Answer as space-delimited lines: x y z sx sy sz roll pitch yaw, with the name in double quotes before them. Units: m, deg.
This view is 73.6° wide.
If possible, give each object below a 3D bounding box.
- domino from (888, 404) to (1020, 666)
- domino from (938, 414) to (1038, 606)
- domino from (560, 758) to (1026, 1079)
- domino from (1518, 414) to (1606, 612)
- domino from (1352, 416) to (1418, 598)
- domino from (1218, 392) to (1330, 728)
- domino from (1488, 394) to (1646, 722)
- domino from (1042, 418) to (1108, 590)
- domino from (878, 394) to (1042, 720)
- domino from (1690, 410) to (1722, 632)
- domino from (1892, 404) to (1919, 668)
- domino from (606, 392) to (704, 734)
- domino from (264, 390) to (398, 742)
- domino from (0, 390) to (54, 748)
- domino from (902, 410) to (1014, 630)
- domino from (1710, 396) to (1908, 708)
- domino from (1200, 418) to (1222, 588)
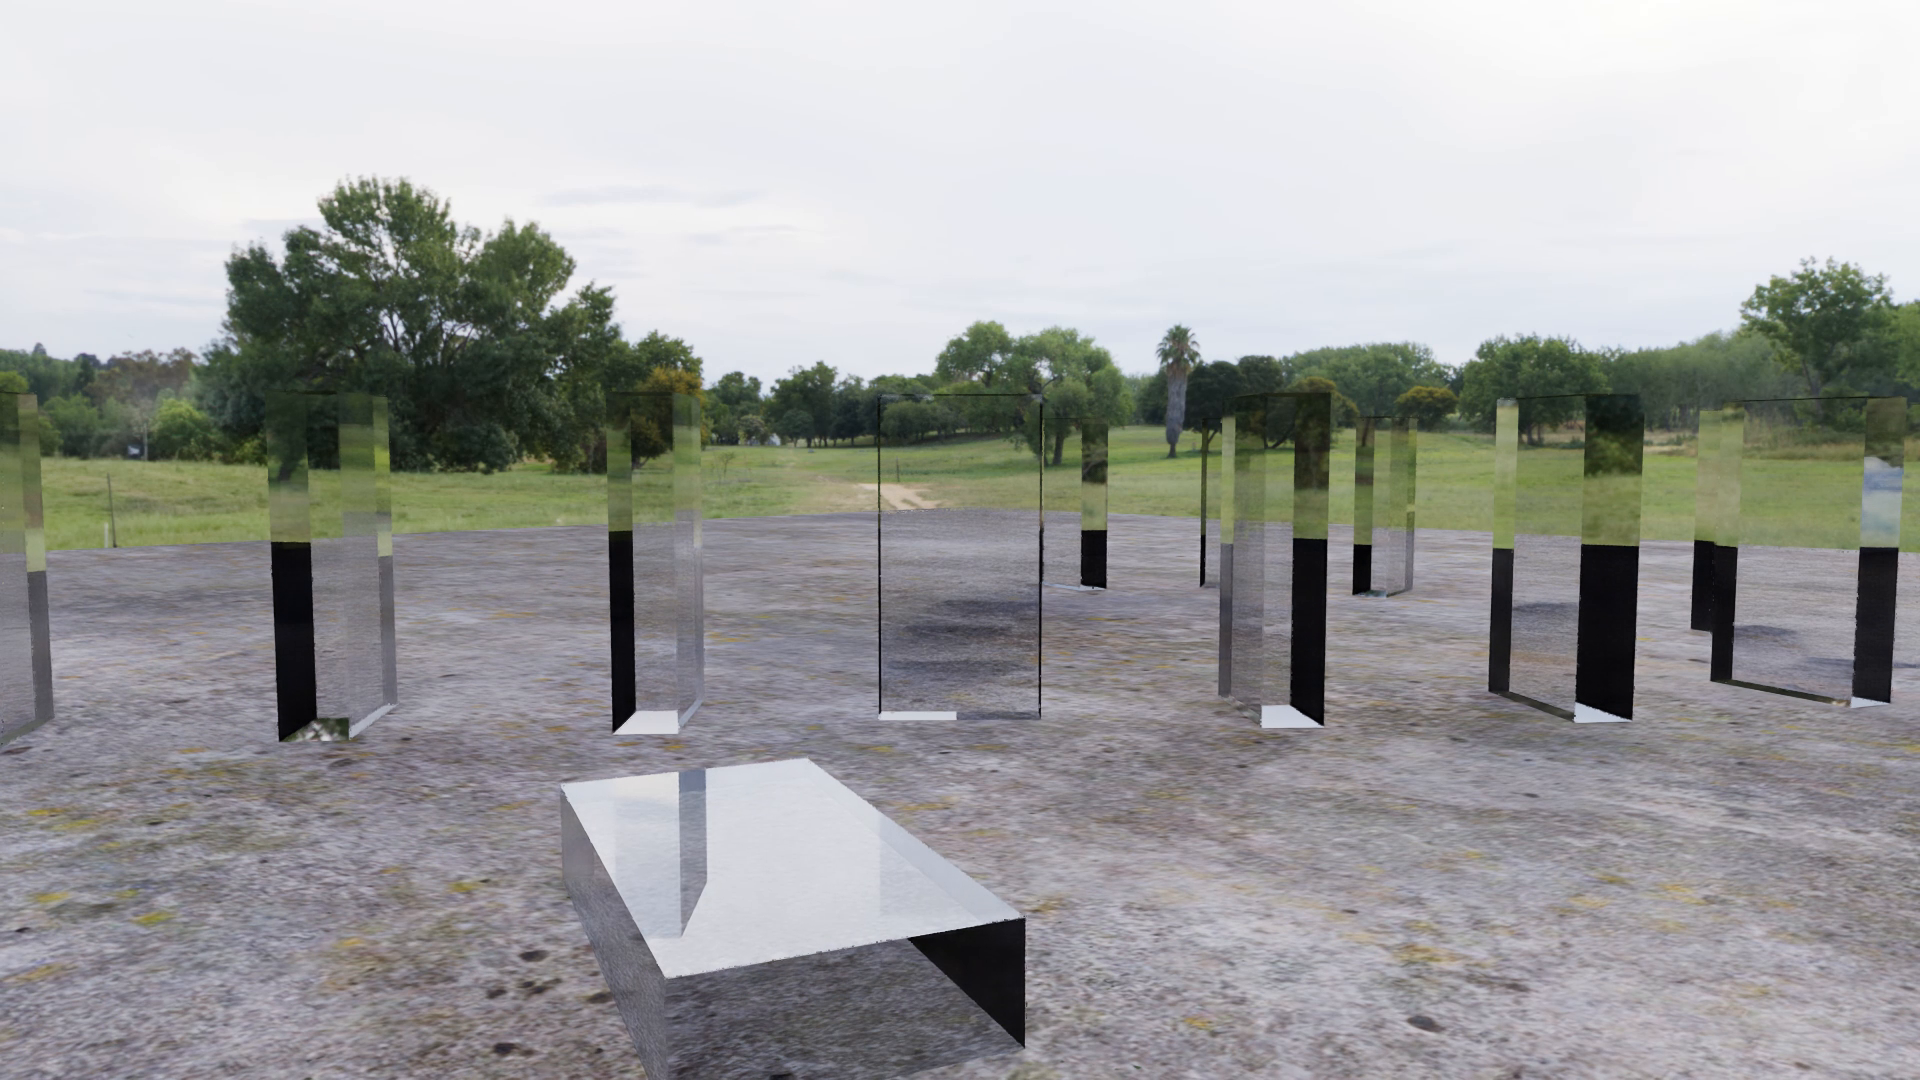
"domino" -0.001 -0.001 0.249 0.025 0.050 0.010 0 4 -1
"domino" 0.008 -0.008 0.344 0.025 0.050 0.010 1 4 16
"domino" -0.017 0.030 0.108 0.025 0.010 0.050 -2 5 -24
"domino" 0.156 -0.007 0.334 0.025 0.050 0.010 -4 6 -40
"domino" 0.121 -0.010 0.366 0.009 0.050 0.025 3 5 35
"domino" 0.049 0.002 0.203 0.009 0.050 0.025 0 4 -3
"domino" 0.097 0.002 0.207 0.009 0.050 0.025 -1 4 -7
"domino" 0.033 -0.011 0.383 0.010 0.050 0.025 -3 5 -32
"domino" 0.000 0.002 0.201 0.025 0.050 0.009 0 4 0
"domino" 0.181 -0.004 0.293 0.025 0.050 0.010 -1 5 -19
"domino" 0.181 -0.001 0.246 0.025 0.050 0.009 2 5 28
"domino" -0.047 0.003 0.199 0.010 0.050 0.025 0 4 -2
"domino" -0.095 0.003 0.194 0.010 0.050 0.025 -1 4 -9
"domino" -0.141 0.004 0.184 0.009 0.050 0.025 -1 5 -18
"domino" 0.000 -0.005 0.297 0.025 0.050 0.010 0 4 4
"domino" 0.144 0.001 0.218 0.009 0.050 0.025 -2 5 -21
"domino" 0.079 -0.012 0.388 0.010 0.050 0.025 1 4 16
